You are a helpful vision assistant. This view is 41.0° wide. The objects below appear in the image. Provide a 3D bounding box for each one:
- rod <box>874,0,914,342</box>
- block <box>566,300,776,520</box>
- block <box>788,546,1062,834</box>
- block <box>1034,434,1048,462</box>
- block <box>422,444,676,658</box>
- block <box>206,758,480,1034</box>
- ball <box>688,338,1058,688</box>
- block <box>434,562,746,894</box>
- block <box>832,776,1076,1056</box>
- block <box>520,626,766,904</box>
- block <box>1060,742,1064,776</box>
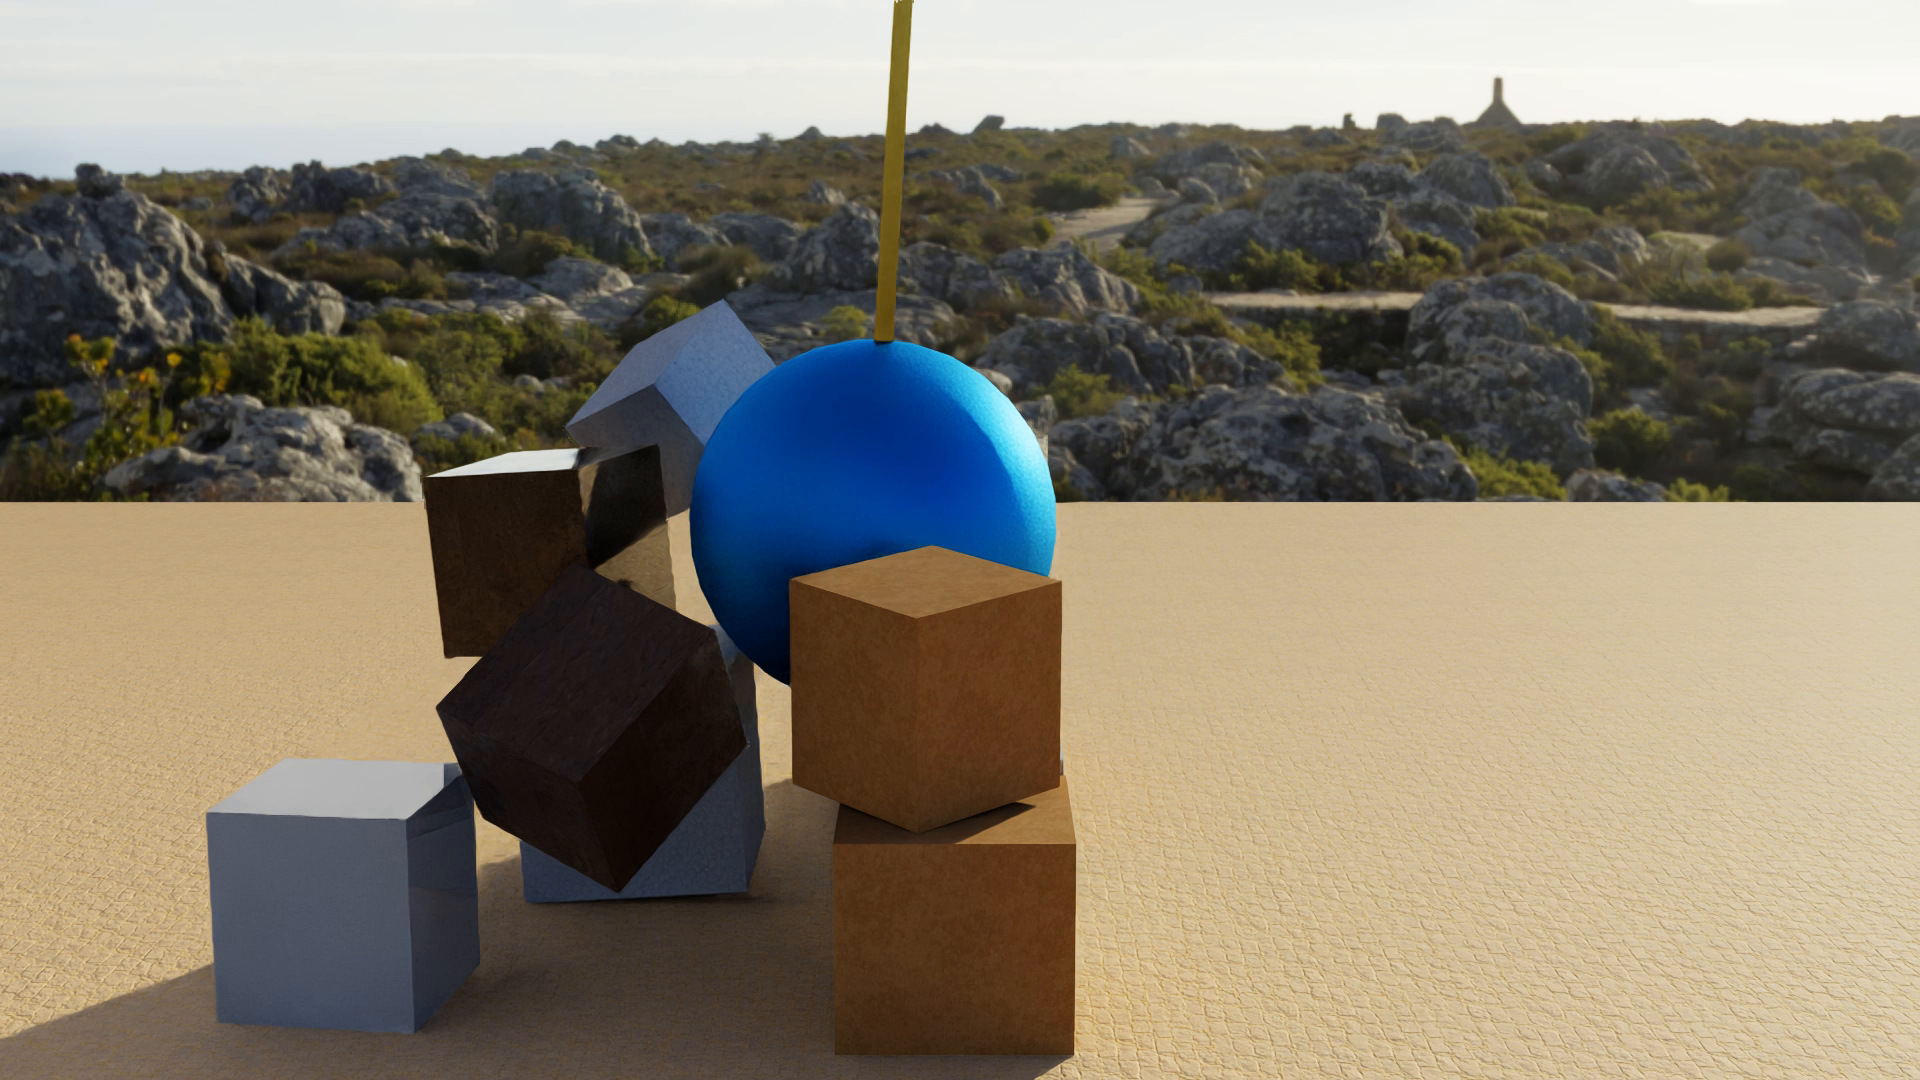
[{"bbox_3d":[-0.164,-3.412,10.560,0.080,5.200,0.080,4,10,-1],"label":"rod"},{"bbox_3d":[-1.300,-0.597,12.151,0.654,0.627,0.704,-21,25,40],"label":"block"},{"bbox_3d":[-0.129,0.541,9.669,0.725,0.811,0.717,-13,20,-41],"label":"block"},{"bbox_3d":[-0.114,-0.073,12.528,0.883,0.817,0.823,4,11,19],"label":"block"},{"bbox_3d":[-1.836,0.039,11.588,0.754,0.808,0.843,-3,9,18],"label":"block"},{"bbox_3d":[-2.348,1.348,9.850,0.766,0.824,0.770,1,10,7],"label":"block"},{"bbox_3d":[-0.378,-0.073,11.167,1.600,1.600,1.600,0,10,0],"label":"ball"},{"bbox_3d":[-1.411,0.722,9.947,0.710,0.719,0.821,24,56,26],"label":"block"},{"bbox_3d":[-0.019,1.394,9.675,0.869,0.795,0.910,0,10,0],"label":"block"},{"bbox_3d":[-1.410,0.969,11.362,0.955,0.975,0.938,-3,10,1],"label":"block"},{"bbox_3d":[0.017,1.211,10.514,0.779,0.855,0.788,0,10,0],"label":"block"}]
